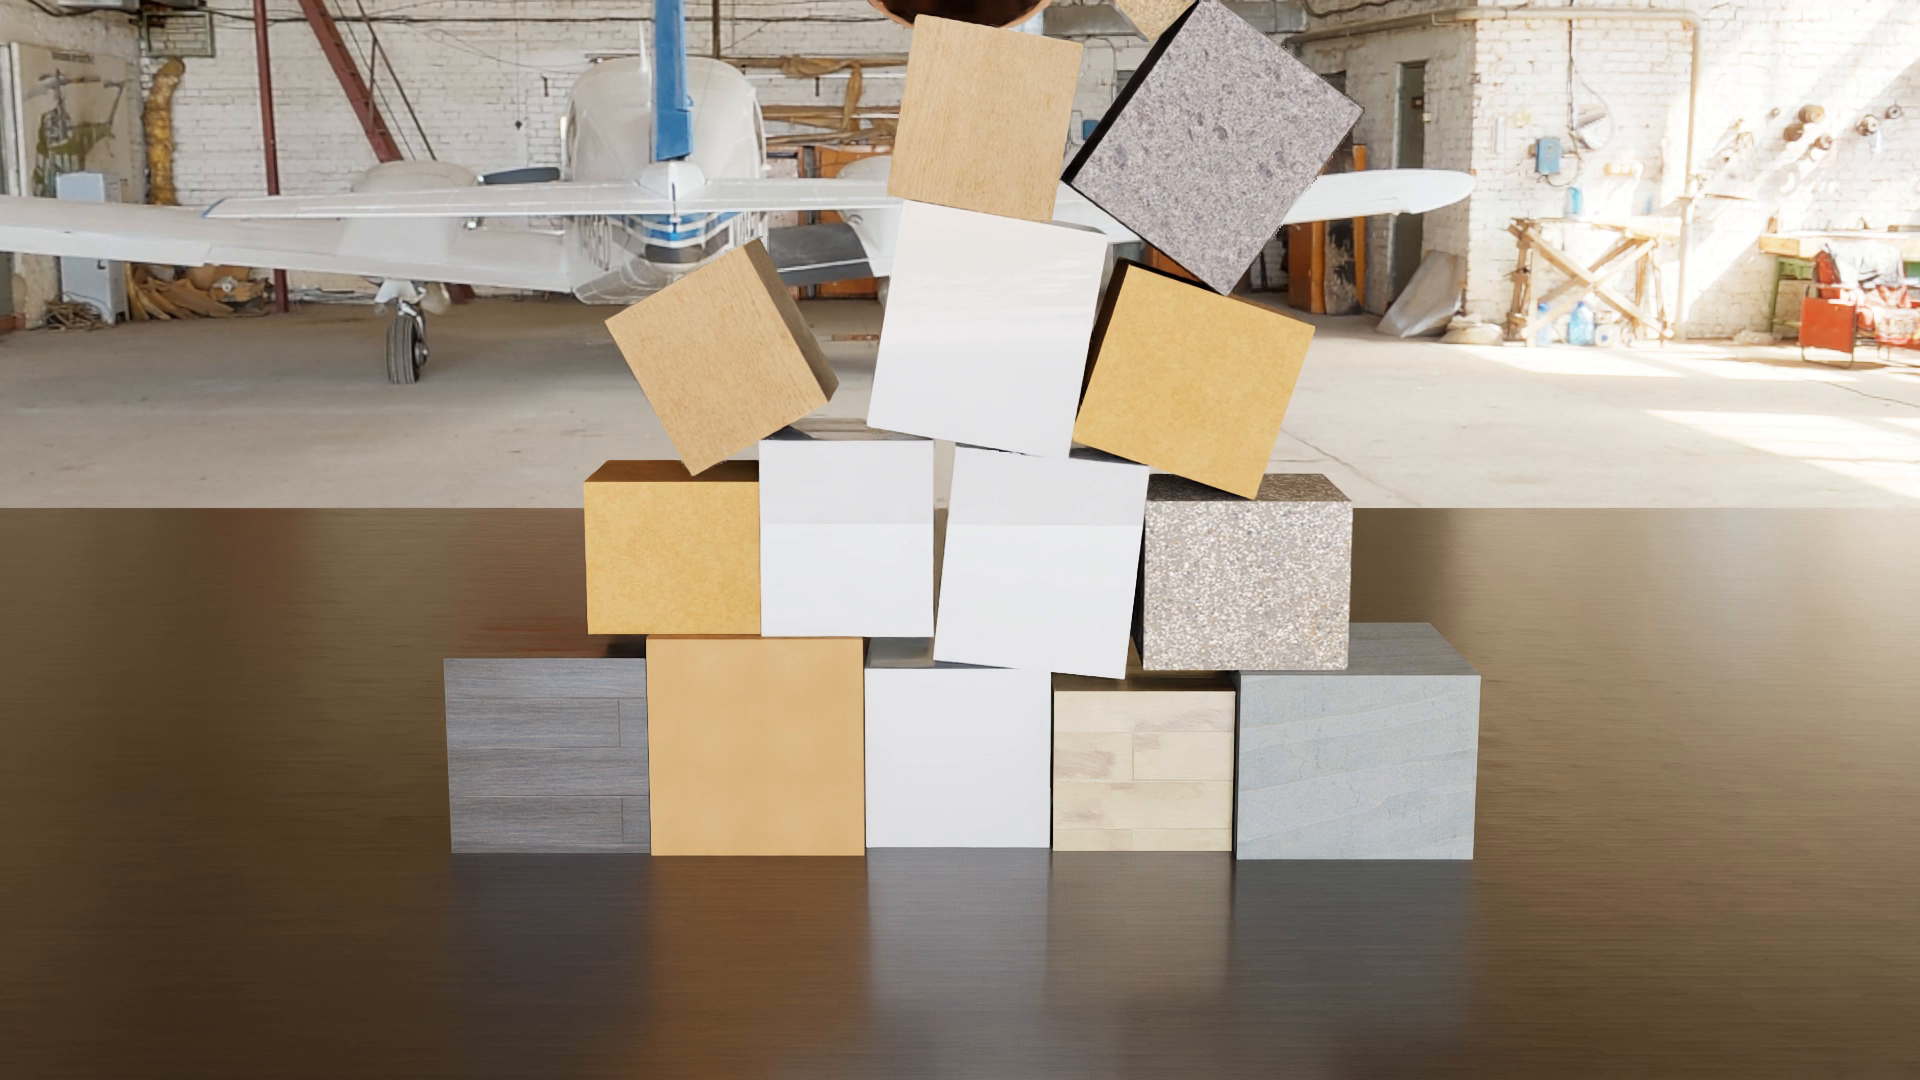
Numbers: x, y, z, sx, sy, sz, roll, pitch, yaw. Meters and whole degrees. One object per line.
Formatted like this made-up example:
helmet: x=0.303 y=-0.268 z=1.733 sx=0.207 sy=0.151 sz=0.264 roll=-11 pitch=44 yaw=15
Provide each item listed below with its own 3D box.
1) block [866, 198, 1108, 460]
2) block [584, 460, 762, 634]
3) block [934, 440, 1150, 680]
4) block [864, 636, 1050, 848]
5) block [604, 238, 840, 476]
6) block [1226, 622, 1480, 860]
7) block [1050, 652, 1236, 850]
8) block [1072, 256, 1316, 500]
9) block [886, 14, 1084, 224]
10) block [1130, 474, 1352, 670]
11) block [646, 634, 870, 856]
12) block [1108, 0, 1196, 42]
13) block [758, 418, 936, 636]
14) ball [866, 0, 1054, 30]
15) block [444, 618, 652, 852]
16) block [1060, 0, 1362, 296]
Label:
block: x=0.127 y=-1.084 z=10.973 sx=0.981 sy=1.091 sz=1.037 roll=10 pitch=10 yaw=-2
block: x=-1.410 y=0.023 z=11.170 sx=0.853 sy=0.760 sz=0.758 roll=0 pitch=10 yaw=0
block: x=0.395 y=0.035 z=11.205 sx=0.947 sy=1.064 sz=0.923 roll=6 pitch=10 yaw=-1
block: x=-0.010 y=1.021 z=11.377 sx=0.923 sy=0.921 sz=0.801 roll=0 pitch=10 yaw=0
block: x=-1.167 y=-0.934 z=11.008 sx=0.757 sy=0.855 sz=0.909 roll=-28 pitch=9 yaw=5
block: x=1.954 y=1.013 z=11.383 sx=1.167 sy=0.934 sz=1.191 roll=0 pitch=10 yaw=0
block: x=0.913 y=1.074 z=11.364 sx=0.893 sy=0.820 sz=0.870 roll=0 pitch=10 yaw=0
block: x=1.128 y=-0.836 z=11.064 sx=0.947 sy=0.888 sz=0.903 roll=18 pitch=10 yaw=-3
block: x=0.109 y=-2.059 z=10.786 sx=0.800 sy=0.857 sz=0.730 roll=10 pitch=10 yaw=-3
block: x=1.406 y=0.144 z=11.200 sx=1.003 sy=0.840 sz=0.920 roll=0 pitch=10 yaw=0
block: x=-1.006 y=0.933 z=11.360 sx=1.058 sy=1.099 sz=1.053 roll=0 pitch=10 yaw=0
block: x=0.932 y=-2.953 z=10.582 sx=0.769 sy=0.771 sz=0.696 roll=-42 pitch=9 yaw=10
block: x=-0.550 y=-0.084 z=11.173 sx=0.843 sy=0.970 sz=0.914 roll=0 pitch=10 yaw=0
ball: x=0.000 y=-3.693 z=12.617 sx=1.600 sy=1.600 sz=1.600 roll=0 pitch=10 yaw=0
block: x=-2.041 y=0.986 z=11.356 sx=0.992 sy=0.996 sz=0.949 roll=0 pitch=10 yaw=0
block: x=1.203 y=-1.936 z=10.800 sx=0.922 sy=1.079 sz=0.880 roll=35 pitch=8 yaw=-7
